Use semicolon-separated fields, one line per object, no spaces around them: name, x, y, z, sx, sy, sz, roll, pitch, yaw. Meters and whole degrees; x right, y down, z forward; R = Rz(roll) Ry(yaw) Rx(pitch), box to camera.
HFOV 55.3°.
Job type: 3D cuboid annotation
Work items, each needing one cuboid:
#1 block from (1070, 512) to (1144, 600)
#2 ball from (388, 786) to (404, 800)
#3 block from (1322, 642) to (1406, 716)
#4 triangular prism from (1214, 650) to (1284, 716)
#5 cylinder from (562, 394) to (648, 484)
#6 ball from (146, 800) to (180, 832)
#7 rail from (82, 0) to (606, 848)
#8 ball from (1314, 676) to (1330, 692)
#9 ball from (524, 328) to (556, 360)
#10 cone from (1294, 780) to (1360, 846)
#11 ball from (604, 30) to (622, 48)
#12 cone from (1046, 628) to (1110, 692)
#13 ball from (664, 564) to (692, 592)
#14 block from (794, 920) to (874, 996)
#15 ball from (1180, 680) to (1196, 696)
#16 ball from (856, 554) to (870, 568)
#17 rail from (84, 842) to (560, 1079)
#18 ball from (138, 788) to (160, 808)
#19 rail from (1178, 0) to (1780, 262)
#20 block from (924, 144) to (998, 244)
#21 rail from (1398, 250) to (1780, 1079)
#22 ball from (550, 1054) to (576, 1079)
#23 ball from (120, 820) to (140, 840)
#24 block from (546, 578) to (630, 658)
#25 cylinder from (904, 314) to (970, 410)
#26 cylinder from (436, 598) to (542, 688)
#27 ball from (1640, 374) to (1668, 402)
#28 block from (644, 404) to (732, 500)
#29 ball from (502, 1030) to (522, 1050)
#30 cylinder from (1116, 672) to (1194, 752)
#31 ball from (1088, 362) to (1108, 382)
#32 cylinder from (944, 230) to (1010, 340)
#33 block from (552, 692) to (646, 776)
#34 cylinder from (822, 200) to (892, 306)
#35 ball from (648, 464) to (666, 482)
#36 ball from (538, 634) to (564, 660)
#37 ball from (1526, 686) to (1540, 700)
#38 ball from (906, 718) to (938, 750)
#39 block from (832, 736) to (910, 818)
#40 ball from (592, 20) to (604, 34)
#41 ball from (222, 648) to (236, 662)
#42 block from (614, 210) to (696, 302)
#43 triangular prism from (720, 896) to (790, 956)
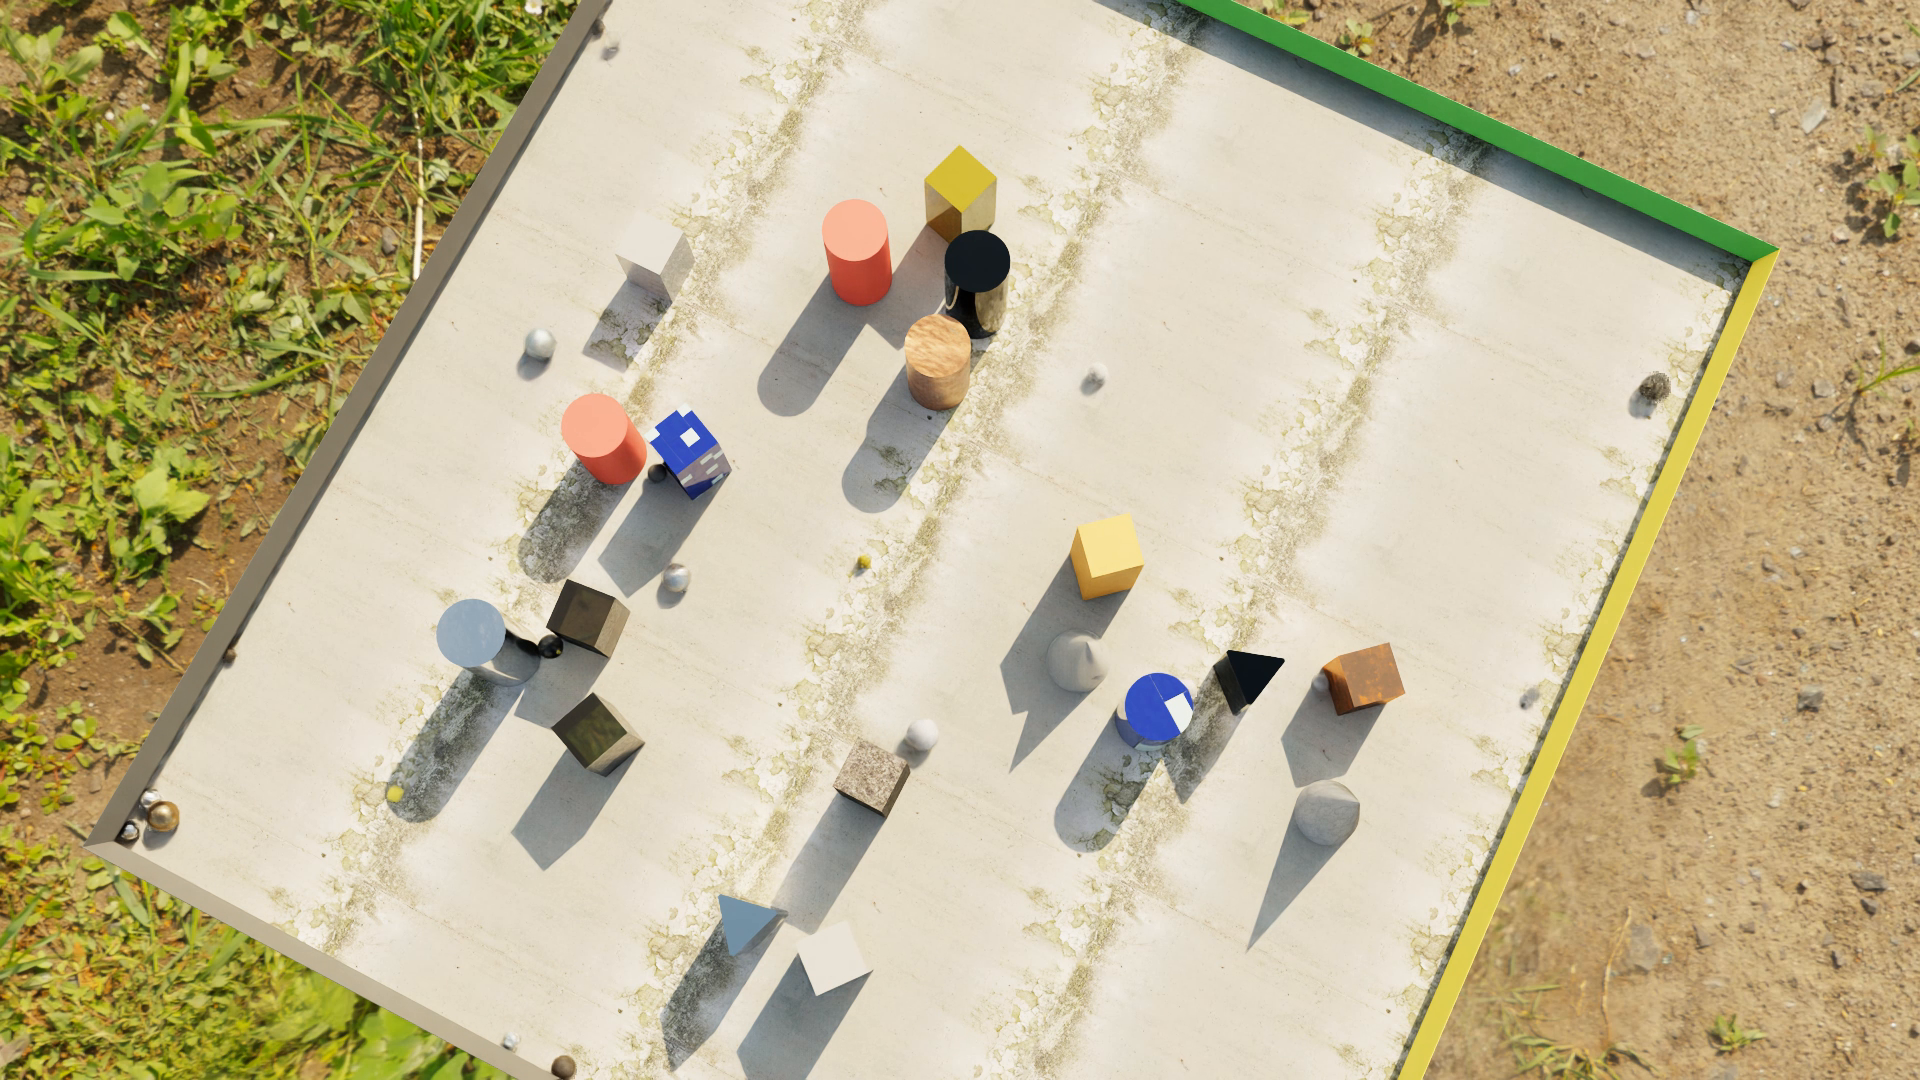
block;0.430;0.053;5.409;0.155;0.385;0.155;-14;79;-3
ball;-1.676;0.752;5.439;0.044;0.044;0.044;0;78;0
block;1.190;0.413;5.409;0.155;0.239;0.155;-15;79;-3
triangular prism;0.822;0.391;5.387;0.145;0.291;0.168;38;81;7
cylinder;-1.065;-0.300;5.504;0.194;0.342;0.194;0;78;0
ball;-2.348;0.815;5.401;0.091;0.091;0.091;0;78;0
rail;-1.647;-0.800;5.717;0.045;0.126;3.911;26;80;5
ball;1.085;0.433;5.503;0.048;0.048;0.048;0;78;0
ball;-1.303;-0.611;5.694;0.097;0.097;0.097;0;78;0
cone;1.092;0.763;5.224;0.194;0.460;0.194;0;78;0
ball;-1.120;-1.618;5.922;0.057;0.057;0.057;0;78;0
cone;0.358;0.325;5.353;0.194;0.384;0.194;0;78;0
ball;-0.856;0.112;5.550;0.085;0.085;0.085;0;78;0
block;-0.353;1.180;5.196;0.155;0.345;0.155;-23;79;-5
ball;0.678;0.447;5.494;0.059;0.059;0.059;0;78;0
ball;-0.295;0.065;5.582;0.042;0.042;0.042;0;78;0
rail;-0.864;1.699;5.200;3.730;0.126;0.045;26;80;5
ball;-2.400;0.766;5.427;0.061;0.061;0.061;0;78;0
rail;0.864;-1.685;5.900;3.730;0.126;0.045;26;80;5
block;0.002;-1.045;5.653;0.155;0.353;0.155;43;81;8
rail;1.647;0.813;5.383;0.045;0.126;3.911;26;80;5
ball;-1.139;1.516;5.266;0.071;0.071;0.071;0;78;0
ball;-2.451;0.857;5.411;0.055;0.055;0.055;0;78;0
block;-1.101;0.236;5.439;0.155;0.251;0.155;21;79;4
cylinder;-0.066;-0.533;5.543;0.194;0.360;0.194;0;78;0
cylinder;-1.363;0.304;5.325;0.194;0.447;0.194;0;78;0
ball;2.149;-0.472;5.672;0.083;0.083;0.083;0;78;0
block;-0.812;-0.260;5.498;0.155;0.337;0.155;-39;81;-7
ball;-1.294;1.443;5.290;0.054;0.054;0.054;0;78;0
cylinder;0.562;0.504;5.343;0.194;0.332;0.194;0;78;0
ball;0.428;-0.521;5.692;0.063;0.063;0.063;0;78;0
cylinder;0.051;-0.768;5.552;0.194;0.437;0.194;0;78;0
block;-1.051;0.570;5.342;0.155;0.307;0.155;-41;81;-8
cylinder;-0.310;-0.873;5.593;0.194;0.400;0.194;0;78;0
ball;-0.931;-0.206;5.629;0.059;0.059;0.059;0;78;0
ball;-1.230;0.320;5.511;0.076;0.076;0.076;0;78;0
ball;1.720;0.462;5.499;0.043;0.043;0.043;0;78;0
ball;-0.111;0.578;5.448;0.096;0.096;0.096;0;78;0
block;-0.251;0.688;5.281;0.155;0.379;0.155;27;80;5
ball;-1.173;-1.664;5.939;0.043;0.043;0.043;0;78;0
ball;-2.203;0.346;5.523;0.043;0.043;0.043;0;78;0
block;-0.939;-0.874;5.665;0.155;0.258;0.155;26;79;5
triangular prism;-0.613;1.065;5.207;0.168;0.370;0.145;-43;81;-8
